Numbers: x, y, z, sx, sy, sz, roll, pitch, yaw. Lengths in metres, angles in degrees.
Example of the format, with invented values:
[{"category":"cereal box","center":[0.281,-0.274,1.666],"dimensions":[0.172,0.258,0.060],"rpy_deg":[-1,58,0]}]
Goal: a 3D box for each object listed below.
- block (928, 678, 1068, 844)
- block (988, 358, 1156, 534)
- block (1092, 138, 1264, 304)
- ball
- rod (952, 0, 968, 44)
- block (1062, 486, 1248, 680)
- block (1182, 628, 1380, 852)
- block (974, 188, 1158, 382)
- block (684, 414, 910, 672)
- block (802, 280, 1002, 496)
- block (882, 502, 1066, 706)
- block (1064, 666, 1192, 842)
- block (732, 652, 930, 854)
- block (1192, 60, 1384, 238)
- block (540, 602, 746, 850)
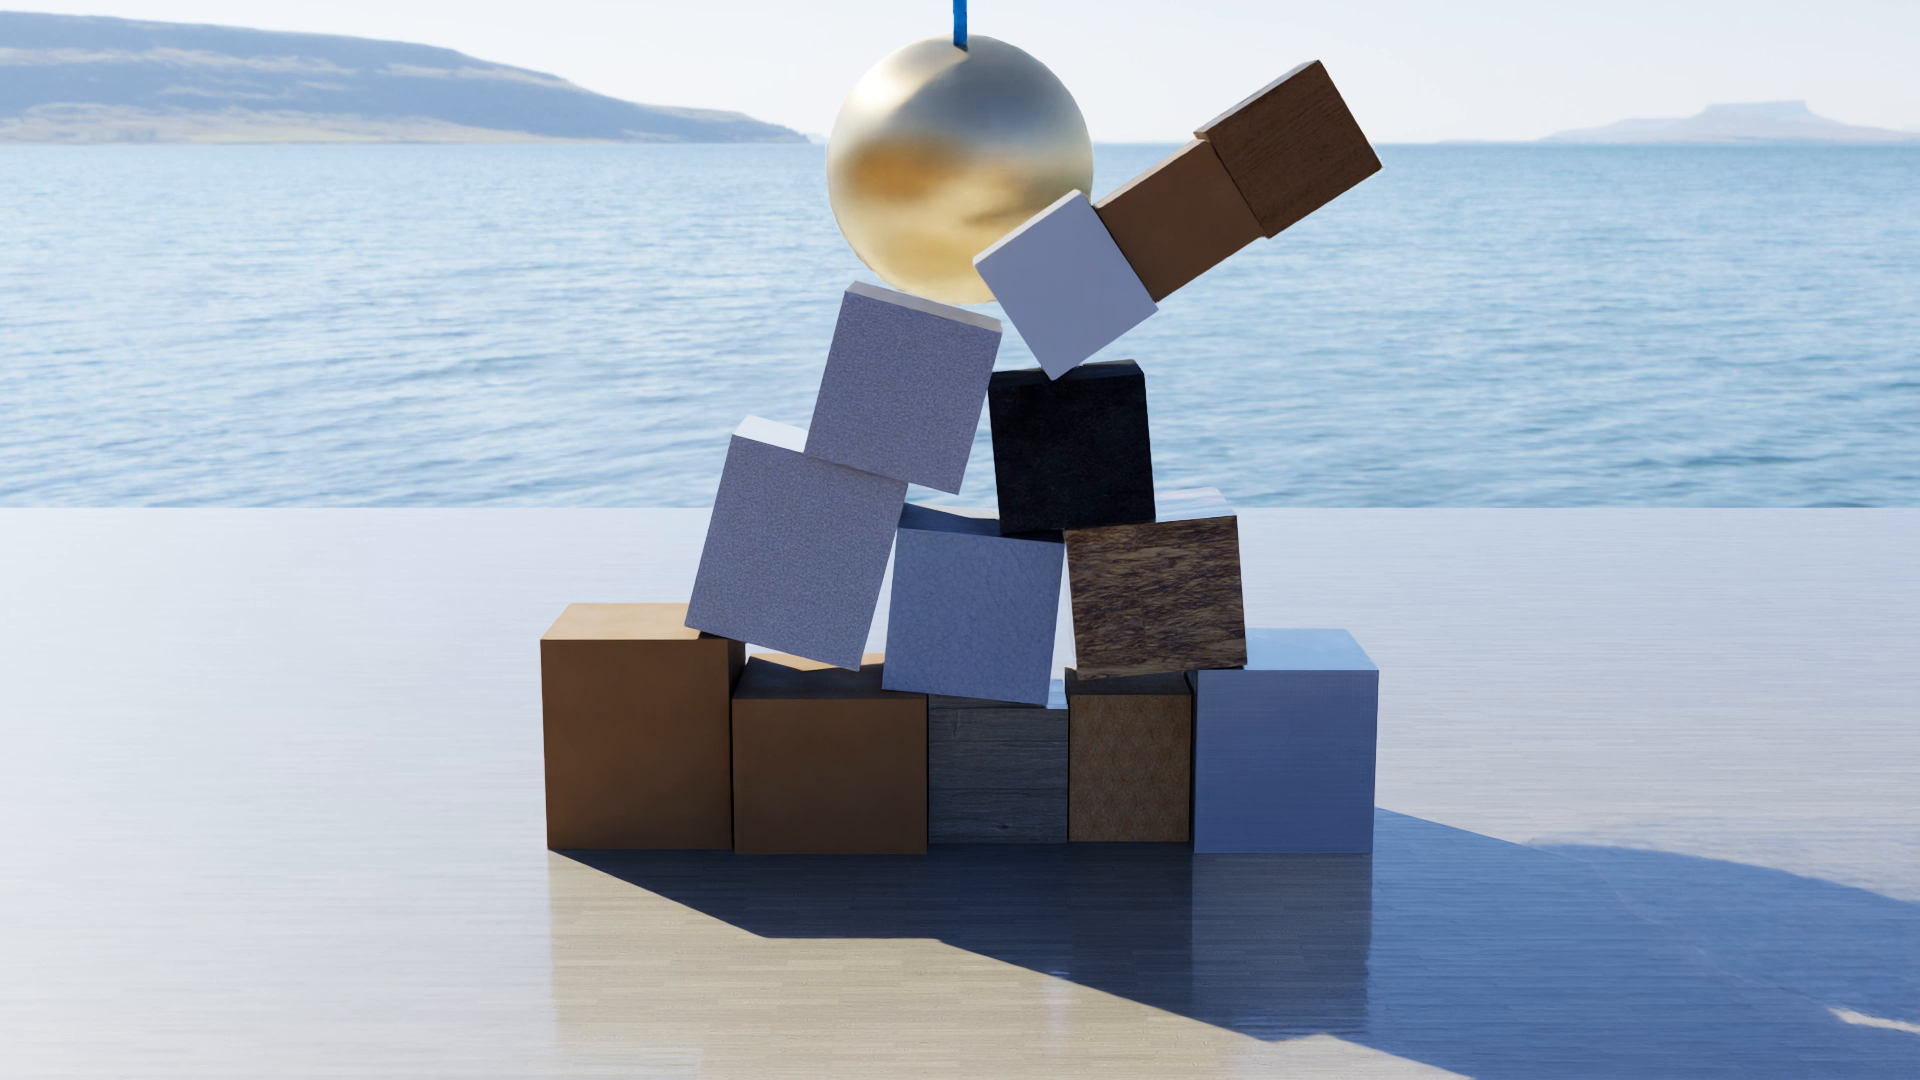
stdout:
[{"category":"block","center":[0.193,1.133,11.375],"dimensions":[0.697,0.701,0.628],"rpy_deg":[0,10,0]},{"category":"block","center":[0.549,-0.485,11.083],"dimensions":[0.765,0.718,0.737],"rpy_deg":[-5,10,1]},{"category":"block","center":[1.065,-1.585,10.878],"dimensions":[0.623,0.533,0.574],"rpy_deg":[-32,9,6]},{"category":"ball","center":[0.000,-2.199,13.113],"dimensions":[1.600,1.600,1.600],"rpy_deg":[0,10,0]},{"category":"rod","center":[0.000,-5.058,11.272],"dimensions":[0.080,5.200,0.080],"rpy_deg":[0,33,0]},{"category":"block","center":[0.963,0.205,11.198],"dimensions":[0.838,0.752,0.898],"rpy_deg":[-5,10,1]},{"category":"block","center":[1.616,1.017,11.354],"dimensions":[0.890,0.937,0.935],"rpy_deg":[0,10,0]},{"category":"block","center":[0.516,-1.280,10.944],"dimensions":[0.623,0.679,0.712],"rpy_deg":[-34,8,6]},{"category":"block","center":[-0.805,-0.002,11.188],"dimensions":[0.892,0.990,0.811],"rpy_deg":[15,10,-3]},{"category":"block","center":[-0.277,-0.781,11.036],"dimensions":[0.782,0.817,0.872],"rpy_deg":[15,10,-2]},{"category":"block","center":[0.064,0.309,11.251],"dimensions":[0.829,0.818,0.790],"rpy_deg":[6,10,-1]},{"category":"block","center":[0.855,1.098,11.387],"dimensions":[0.607,0.765,0.613],"rpy_deg":[0,10,0]},{"category":"block","center":[-0.644,1.085,11.373],"dimensions":[0.957,0.795,0.991],"rpy_deg":[0,10,0]},{"category":"block","center":[1.601,-1.922,10.816],"dimensions":[0.637,0.602,0.577],"rpy_deg":[-32,9,6]},{"category":"block","center":[-1.608,0.943,11.364],"dimensions":[0.926,1.080,0.871],"rpy_deg":[0,10,0]}]
